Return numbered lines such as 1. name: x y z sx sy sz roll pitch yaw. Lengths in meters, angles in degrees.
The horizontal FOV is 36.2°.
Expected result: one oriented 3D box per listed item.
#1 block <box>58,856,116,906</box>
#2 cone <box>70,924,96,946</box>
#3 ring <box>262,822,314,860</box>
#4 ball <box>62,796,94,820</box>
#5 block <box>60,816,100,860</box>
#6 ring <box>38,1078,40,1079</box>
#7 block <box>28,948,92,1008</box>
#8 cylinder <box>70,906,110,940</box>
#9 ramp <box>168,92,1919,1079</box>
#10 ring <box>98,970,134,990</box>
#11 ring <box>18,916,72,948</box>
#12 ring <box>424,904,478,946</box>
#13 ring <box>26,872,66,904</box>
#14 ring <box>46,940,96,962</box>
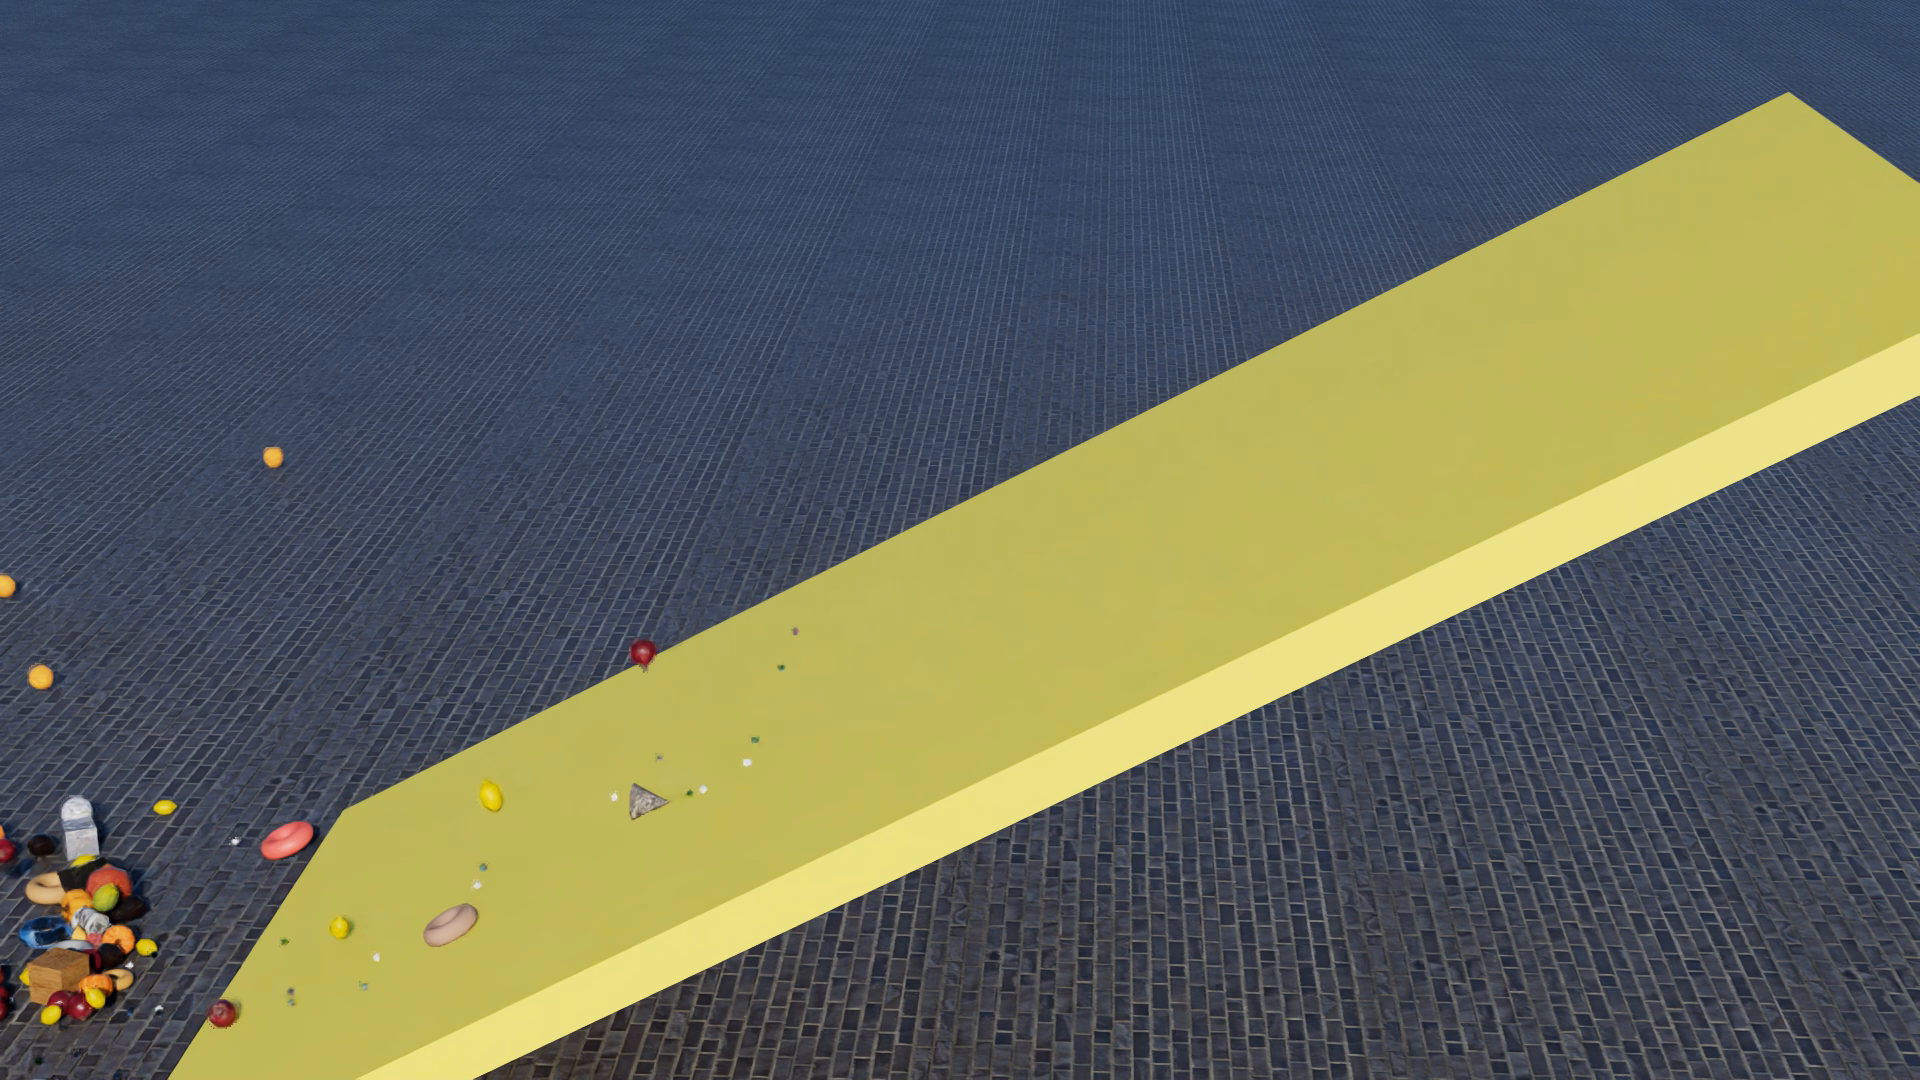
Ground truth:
1. block: -2.151 0.840 7.246 0.087 0.087 0.087 -15 3 42
2. cone: -2.089 0.956 7.015 0.063 0.063 0.063 24 13 -14
3. ring: -1.723 0.768 7.531 0.143 0.048 0.143 -20 18 7
4. ball: -2.312 0.714 7.702 0.082 0.082 0.082 0 17 0
5. block: -2.258 0.765 7.543 0.078 0.078 0.078 -8 19 -24
6. ring: -1.976 1.182 6.288 0.094 0.031 0.094 1 17 0
7. block: -2.066 1.004 6.748 0.096 0.096 0.096 7 19 23
8. cylinder: -2.087 0.920 7.060 0.065 0.065 0.065 17 24 30
9. ramp: 0.141 0.167 6.281 4.000 0.100 2.000 -26 14 11
10. ring: -1.956 1.019 6.816 0.081 0.027 0.081 1 18 0
11. ring: -2.190 0.940 7.045 0.126 0.042 0.126 1 19 0
12. ring: -1.056 0.799 6.099 0.122 0.041 0.122 -26 15 8
13. ring: -2.246 0.863 7.289 0.134 0.045 0.134 1 18 0
14. ring: -2.098 0.977 6.935 0.115 0.038 0.115 0 16 0
